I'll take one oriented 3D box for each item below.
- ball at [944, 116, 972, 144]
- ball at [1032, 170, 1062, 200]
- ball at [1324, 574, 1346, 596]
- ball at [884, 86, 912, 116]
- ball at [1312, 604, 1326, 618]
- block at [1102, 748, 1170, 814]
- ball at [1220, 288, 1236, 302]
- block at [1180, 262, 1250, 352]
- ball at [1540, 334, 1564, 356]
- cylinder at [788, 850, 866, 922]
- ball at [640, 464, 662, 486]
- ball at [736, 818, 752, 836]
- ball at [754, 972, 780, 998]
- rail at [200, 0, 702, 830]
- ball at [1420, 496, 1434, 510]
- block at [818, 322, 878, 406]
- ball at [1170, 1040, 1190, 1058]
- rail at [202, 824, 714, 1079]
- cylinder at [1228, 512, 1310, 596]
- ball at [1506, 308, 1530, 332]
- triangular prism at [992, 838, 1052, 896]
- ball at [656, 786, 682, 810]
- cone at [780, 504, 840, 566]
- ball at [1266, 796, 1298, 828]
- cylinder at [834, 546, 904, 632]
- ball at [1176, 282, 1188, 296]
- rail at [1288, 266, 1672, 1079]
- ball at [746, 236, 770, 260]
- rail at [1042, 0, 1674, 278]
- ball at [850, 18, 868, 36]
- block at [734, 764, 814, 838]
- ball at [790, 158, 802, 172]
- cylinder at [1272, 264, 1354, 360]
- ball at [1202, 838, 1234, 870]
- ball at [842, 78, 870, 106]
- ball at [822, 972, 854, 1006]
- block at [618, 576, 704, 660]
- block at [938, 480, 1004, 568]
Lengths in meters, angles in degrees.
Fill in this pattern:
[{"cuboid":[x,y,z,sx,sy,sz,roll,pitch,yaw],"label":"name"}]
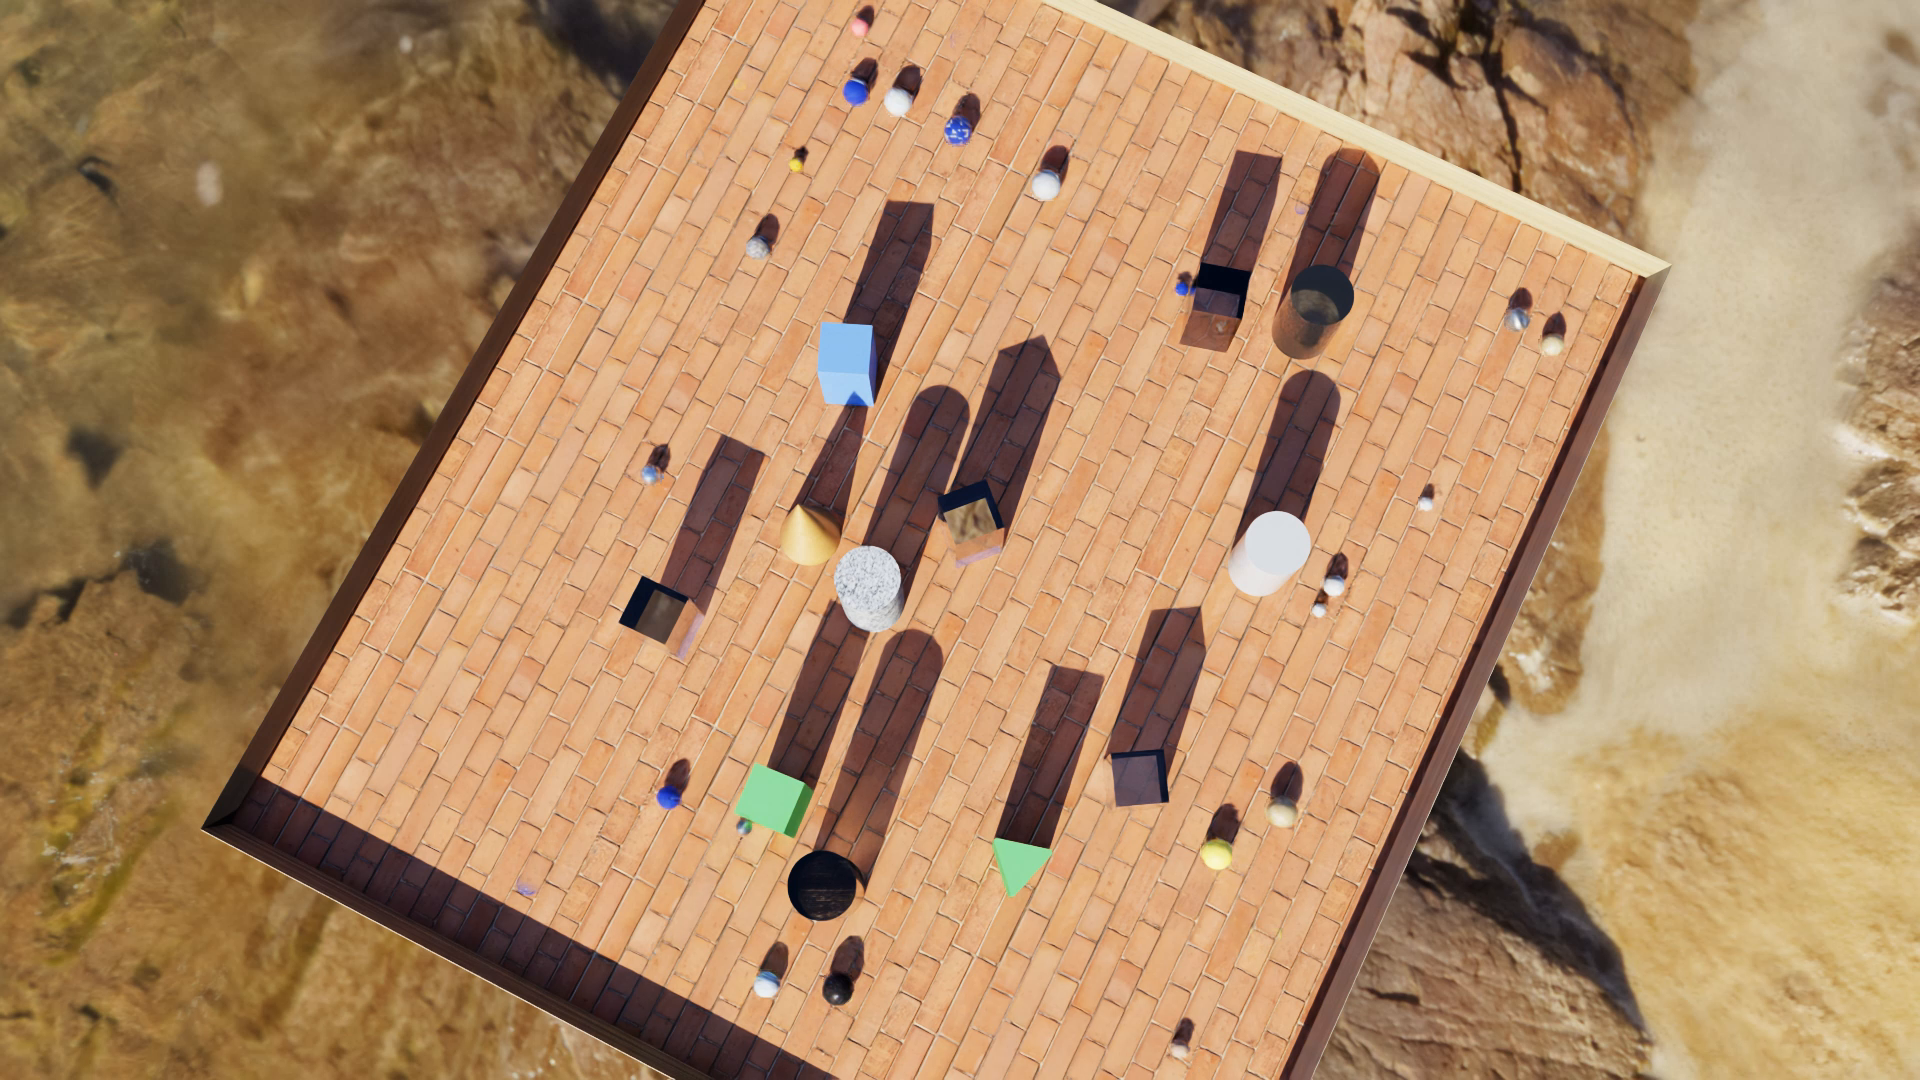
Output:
[{"cuboid":[-0.006,-1.306,5.840,0.091,0.091,0.091,0,78,0],"label":"ball"},{"cuboid":[0.274,-1.124,5.801,0.094,0.094,0.094,0,78,0],"label":"ball"},{"cuboid":[1.134,0.138,5.554,0.066,0.066,0.066,0,78,0],"label":"ball"},{"cuboid":[-0.197,-1.404,5.861,0.090,0.090,0.090,0,78,0],"label":"ball"},{"cuboid":[1.089,0.213,5.551,0.042,0.042,0.042,0,78,0],"label":"ball"},{"cuboid":[0.508,0.701,5.316,0.151,0.303,0.151,-5,78,-1],"label":"block"},{"cuboid":[0.840,-0.768,5.747,0.048,0.048,0.048,0,78,0],"label":"ball"},{"cuboid":[0.775,-0.706,5.593,0.151,0.331,0.151,11,79,2],"label":"block"},{"cuboid":[1.846,-0.609,5.706,0.071,0.071,0.071,0,78,0],"label":"ball"},{"cuboid":[-0.374,0.982,5.186,0.189,0.446,0.189,0,78,0],"label":"cylinder"},{"cuboid":[-0.949,-0.201,5.624,0.066,0.066,0.066,0,78,0],"label":"ball"},{"cuboid":[-0.637,0.848,5.409,0.050,0.050,0.050,0,78,0],"label":"ball"},{"cuboid":[-0.561,1.289,5.311,0.075,0.075,0.075,0,78,0],"label":"ball"},{"cuboid":[-1.398,-0.678,5.693,0.045,0.123,3.519,26,80,5],"label":"rail"},{"cuboid":[1.430,-0.111,5.618,0.042,0.042,0.042,0,78,0],"label":"ball"},{"cuboid":[-0.338,-0.529,5.551,0.151,0.342,0.151,4,78,1],"label":"block"},{"cuboid":[0.635,1.468,5.285,0.054,0.054,0.054,0,78,0],"label":"ball"},{"cuboid":[-0.776,1.527,5.237,3.173,0.123,0.045,26,80,5],"label":"rail"},{"cuboid":[0.912,0.044,5.430,0.189,0.347,0.189,0,78,0],"label":"cylinder"},{"cuboid":[1.742,-0.687,5.722,0.073,0.073,0.073,0,78,0],"label":"ball"},{"cuboid":[0.149,0.912,5.249,0.142,0.350,0.163,42,81,8],"label":"triangular prism"},{"cuboid":[-0.861,0.761,5.422,0.072,0.072,0.072,0,78,0],"label":"ball"},{"cuboid":[-0.459,-0.058,5.407,0.189,0.434,0.189,0,78,0],"label":"cone"},{"cuboid":[0.950,0.802,5.403,0.092,0.092,0.092,0,78,0],"label":"ball"},{"cuboid":[-0.262,0.148,5.387,0.189,0.388,0.189,0,78,0],"label":"cylinder"},{"cuboid":[0.697,-0.789,5.758,0.043,0.043,0.043,0,78,0],"label":"ball"},{"cuboid":[1.398,0.691,5.410,0.045,0.123,3.519,26,80,5],"label":"rail"},{"cuboid":[-0.636,-0.920,5.767,0.077,0.077,0.077,0,78,0],"label":"ball"},{"cuboid":[0.776,-1.514,5.866,3.173,0.123,0.045,26,80,5],"label":"rail"},{"cuboid":[-0.325,-1.658,5.929,0.059,0.059,0.059,0,78,0],"label":"ball"},{"cuboid":[-0.533,0.755,5.284,0.151,0.345,0.151,22,79,4],"label":"block"},{"cuboid":[-0.523,-1.198,5.842,0.044,0.044,0.044,0,78,0],"label":"ball"},{"cuboid":[1.072,-0.690,5.585,0.189,0.341,0.189,0,78,0],"label":"cylinder"},{"cuboid":[0.756,0.921,5.380,0.091,0.091,0.091,0,78,0],"label":"ball"},{"cuboid":[-0.334,-1.436,5.870,0.085,0.085,0.085,0,78,0],"label":"ball"},{"cuboid":[-0.353,1.300,5.300,0.093,0.093,0.093,0,78,0],"label":"ball"},{"cuboid":[-0.875,0.234,5.397,0.151,0.336,0.151,25,79,5],"label":"block"},{"cuboid":[0.031,-0.043,5.439,0.151,0.365,0.151,-20,79,-4],"label":"block"}]
